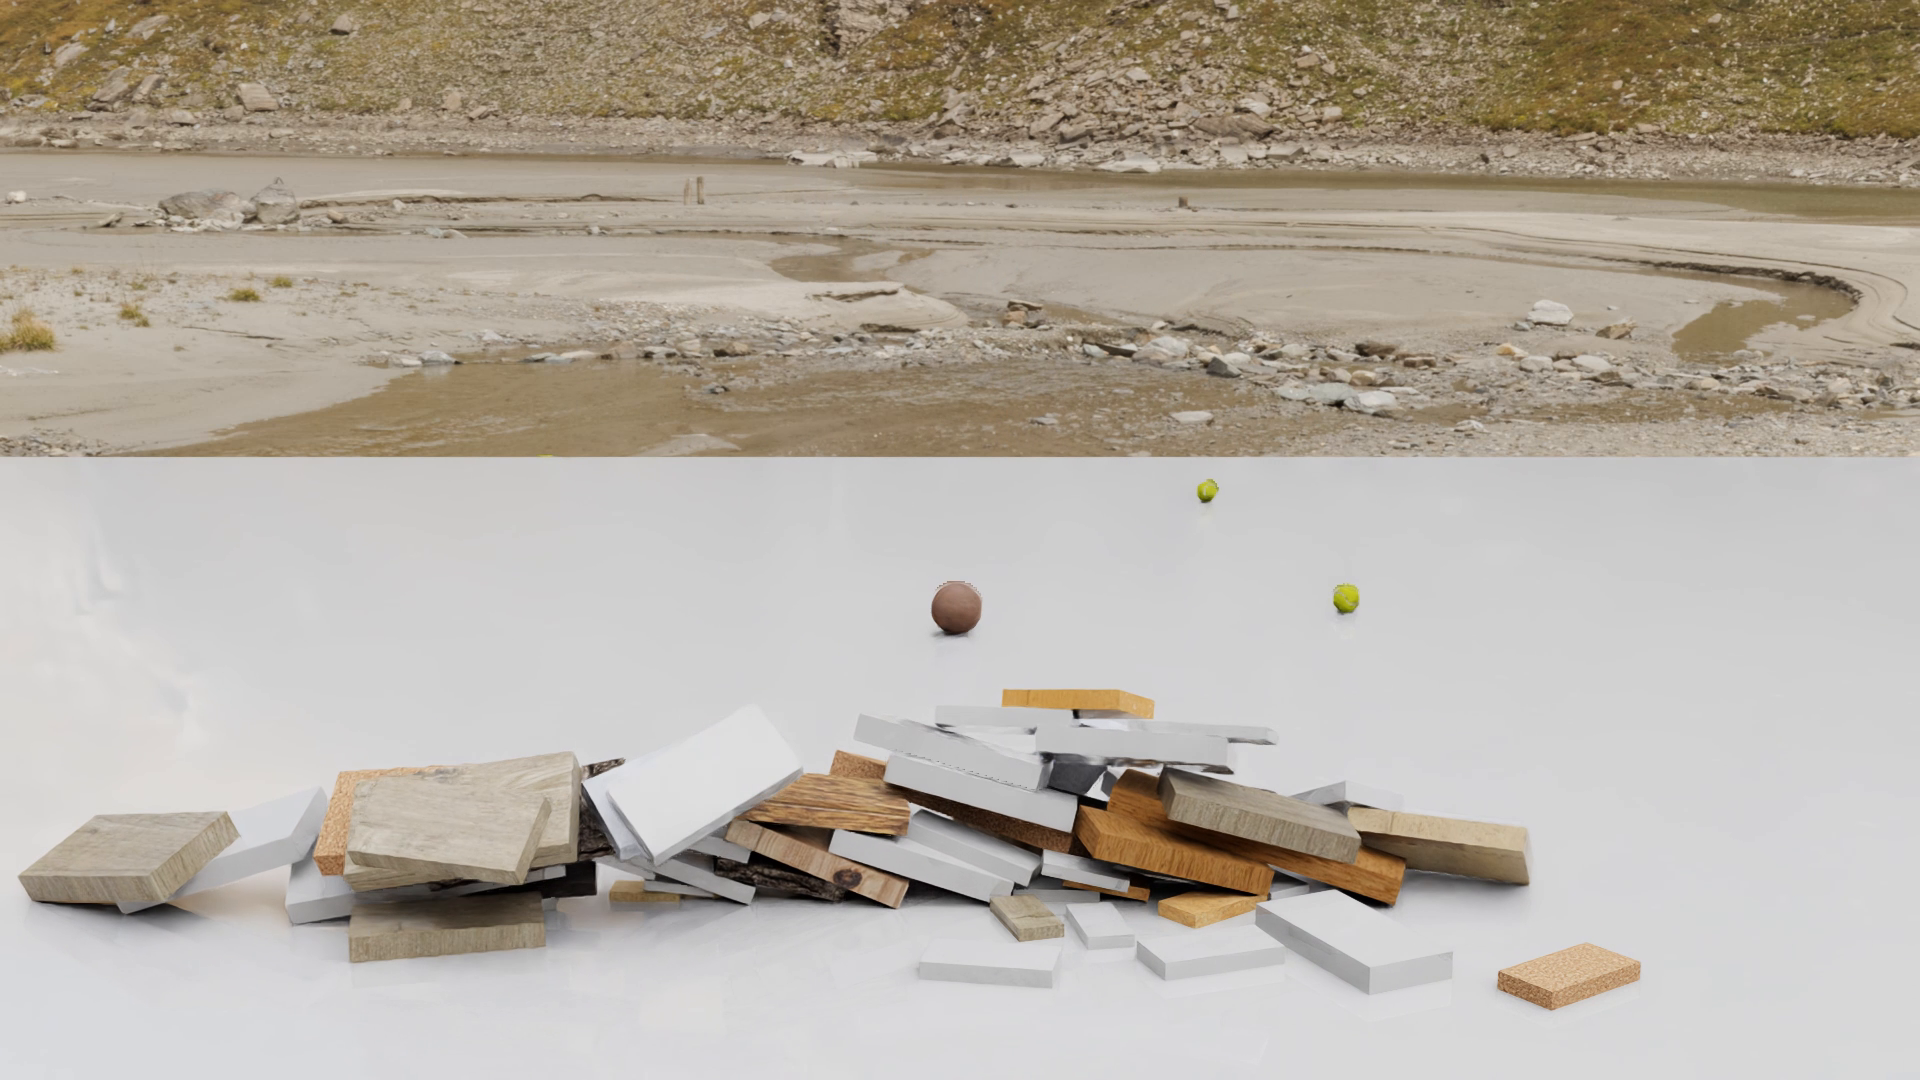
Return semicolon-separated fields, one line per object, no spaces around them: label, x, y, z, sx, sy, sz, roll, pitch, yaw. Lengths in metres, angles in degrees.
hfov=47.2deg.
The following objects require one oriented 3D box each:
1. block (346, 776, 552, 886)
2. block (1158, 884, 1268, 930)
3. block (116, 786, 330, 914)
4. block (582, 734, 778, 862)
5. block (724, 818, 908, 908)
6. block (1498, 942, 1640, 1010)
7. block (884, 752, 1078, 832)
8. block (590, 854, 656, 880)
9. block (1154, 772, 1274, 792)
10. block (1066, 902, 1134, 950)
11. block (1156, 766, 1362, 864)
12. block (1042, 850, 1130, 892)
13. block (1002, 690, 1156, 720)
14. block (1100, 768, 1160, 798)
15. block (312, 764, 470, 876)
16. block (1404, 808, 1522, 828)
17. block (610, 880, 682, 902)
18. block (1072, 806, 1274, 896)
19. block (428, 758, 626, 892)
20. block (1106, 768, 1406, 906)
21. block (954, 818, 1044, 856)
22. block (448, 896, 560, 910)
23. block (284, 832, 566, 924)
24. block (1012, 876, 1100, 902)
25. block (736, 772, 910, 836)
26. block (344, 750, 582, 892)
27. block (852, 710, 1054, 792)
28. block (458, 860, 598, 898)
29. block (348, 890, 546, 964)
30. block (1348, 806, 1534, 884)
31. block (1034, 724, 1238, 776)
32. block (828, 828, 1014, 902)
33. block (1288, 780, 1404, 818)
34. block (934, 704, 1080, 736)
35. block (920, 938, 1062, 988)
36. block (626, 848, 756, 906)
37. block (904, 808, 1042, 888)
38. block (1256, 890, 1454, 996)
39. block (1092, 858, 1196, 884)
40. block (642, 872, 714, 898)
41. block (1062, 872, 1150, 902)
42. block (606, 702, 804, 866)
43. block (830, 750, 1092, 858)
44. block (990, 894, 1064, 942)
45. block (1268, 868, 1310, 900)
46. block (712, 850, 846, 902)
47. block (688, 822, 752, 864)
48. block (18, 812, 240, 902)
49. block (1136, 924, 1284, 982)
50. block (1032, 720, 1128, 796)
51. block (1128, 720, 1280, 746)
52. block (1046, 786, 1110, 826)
block;-0.777;0.441;3.349;0.276;0.039;0.138;5;50;14
block;0.413;0.593;3.587;0.167;0.024;0.084;-9;14;-39
block;-1.209;0.508;3.609;0.327;0.046;0.163;-18;21;9
block;-0.445;0.394;3.499;0.276;0.039;0.138;-22;56;-23
block;-0.235;0.511;3.651;0.306;0.043;0.153;23;9;-6
block;0.908;0.649;3.276;0.202;0.029;0.101;-8;13;-35
block;0.037;0.419;3.703;0.321;0.046;0.161;15;0;3
block;-0.558;0.523;3.611;0.115;0.016;0.058;23;8;-25
block;0.457;0.485;4.140;0.238;0.034;0.119;6;12;30
block;0.222;0.612;3.492;0.075;0.021;0.149;-2;11;-11
block;0.493;0.456;3.650;0.317;0.045;0.158;14;10;-5
block;0.205;0.543;3.612;0.143;0.020;0.072;12;11;0
block;0.204;0.284;3.801;0.237;0.034;0.118;-2;-14;35
block;0.377;0.479;3.891;0.147;0.042;0.294;10;9;-22
block;-0.832;0.441;3.497;0.349;0.049;0.175;-4;43;6
block;0.836;0.524;3.909;0.294;0.042;0.147;4;11;23
block;-0.520;0.584;3.657;0.115;0.016;0.058;0;11;3
block;0.350;0.511;3.625;0.303;0.043;0.152;14;8;-12
block;-0.692;0.456;3.532;0.327;0.046;0.163;-12;40;-3
block;0.500;0.495;3.698;0.494;0.043;0.152;17;10;11
block;0.068;0.519;3.820;0.099;0.028;0.199;19;-4;-22
block;-0.769;0.562;3.625;0.220;0.031;0.110;0;33;-1
block;-0.863;0.511;3.578;0.442;0.046;0.163;-10;38;-1
block;0.160;0.581;3.663;0.143;0.020;0.072;0;11;2
block;-0.244;0.428;3.631;0.306;0.043;0.153;7;10;-10
block;-0.769;0.435;3.413;0.349;0.049;0.175;-8;48;3
block;-0.009;0.359;3.750;0.321;0.046;0.161;15;0;10
block;-0.706;0.540;3.604;0.220;0.031;0.110;-3;34;-6
block;-0.806;0.608;3.460;0.294;0.042;0.147;-2;11;-13
block;0.810;0.516;3.714;0.294;0.042;0.147;5;-28;22
block;0.301;0.356;3.728;0.321;0.046;0.161;3;-11;13
block;-0.064;0.521;3.661;0.306;0.043;0.153;18;9;-4
block;0.640;0.470;3.826;0.119;0.034;0.270;16;-22;-23
block;0.084;0.314;3.814;0.237;0.034;0.118;1;-12;10
block;0.047;0.639;3.326;0.202;0.029;0.101;2;11;10
block;-0.445;0.538;3.649;0.216;0.031;0.108;21;8;-8
block;0.022;0.512;3.663;0.227;0.028;0.099;20;9;12
block;0.605;0.618;3.400;0.152;0.043;0.303;-5;12;-25
block;0.310;0.551;3.699;0.167;0.024;0.084;7;-11;16
block;-0.467;0.568;3.647;0.115;0.016;0.058;8;11;-12
block;0.239;0.564;3.649;0.143;0.020;0.072;11;11;-5
block;-0.399;0.380;3.448;0.276;0.039;0.138;-30;67;-24
block;0.016;0.466;3.850;0.496;0.045;0.158;15;-4;31
block;0.107;0.605;3.528;0.075;0.021;0.149;-3;11;-17
block;0.498;0.573;3.694;0.084;0.024;0.167;-7;13;-33
block;-0.301;0.547;3.659;0.216;0.031;0.108;14;9;-10
block;-0.450;0.476;3.631;0.216;0.031;0.108;16;9;-7
block;-1.360;0.517;3.594;0.349;0.049;0.175;-6;26;34
block;0.384;0.631;3.369;0.202;0.029;0.101;-4;11;-20
block;0.201;0.402;4.020;0.119;0.239;0.034;22;43;-11
block;0.405;0.321;3.674;0.241;0.021;0.075;1;-12;24
block;0.181;0.483;3.896;0.317;0.045;0.158;10;-20;43
